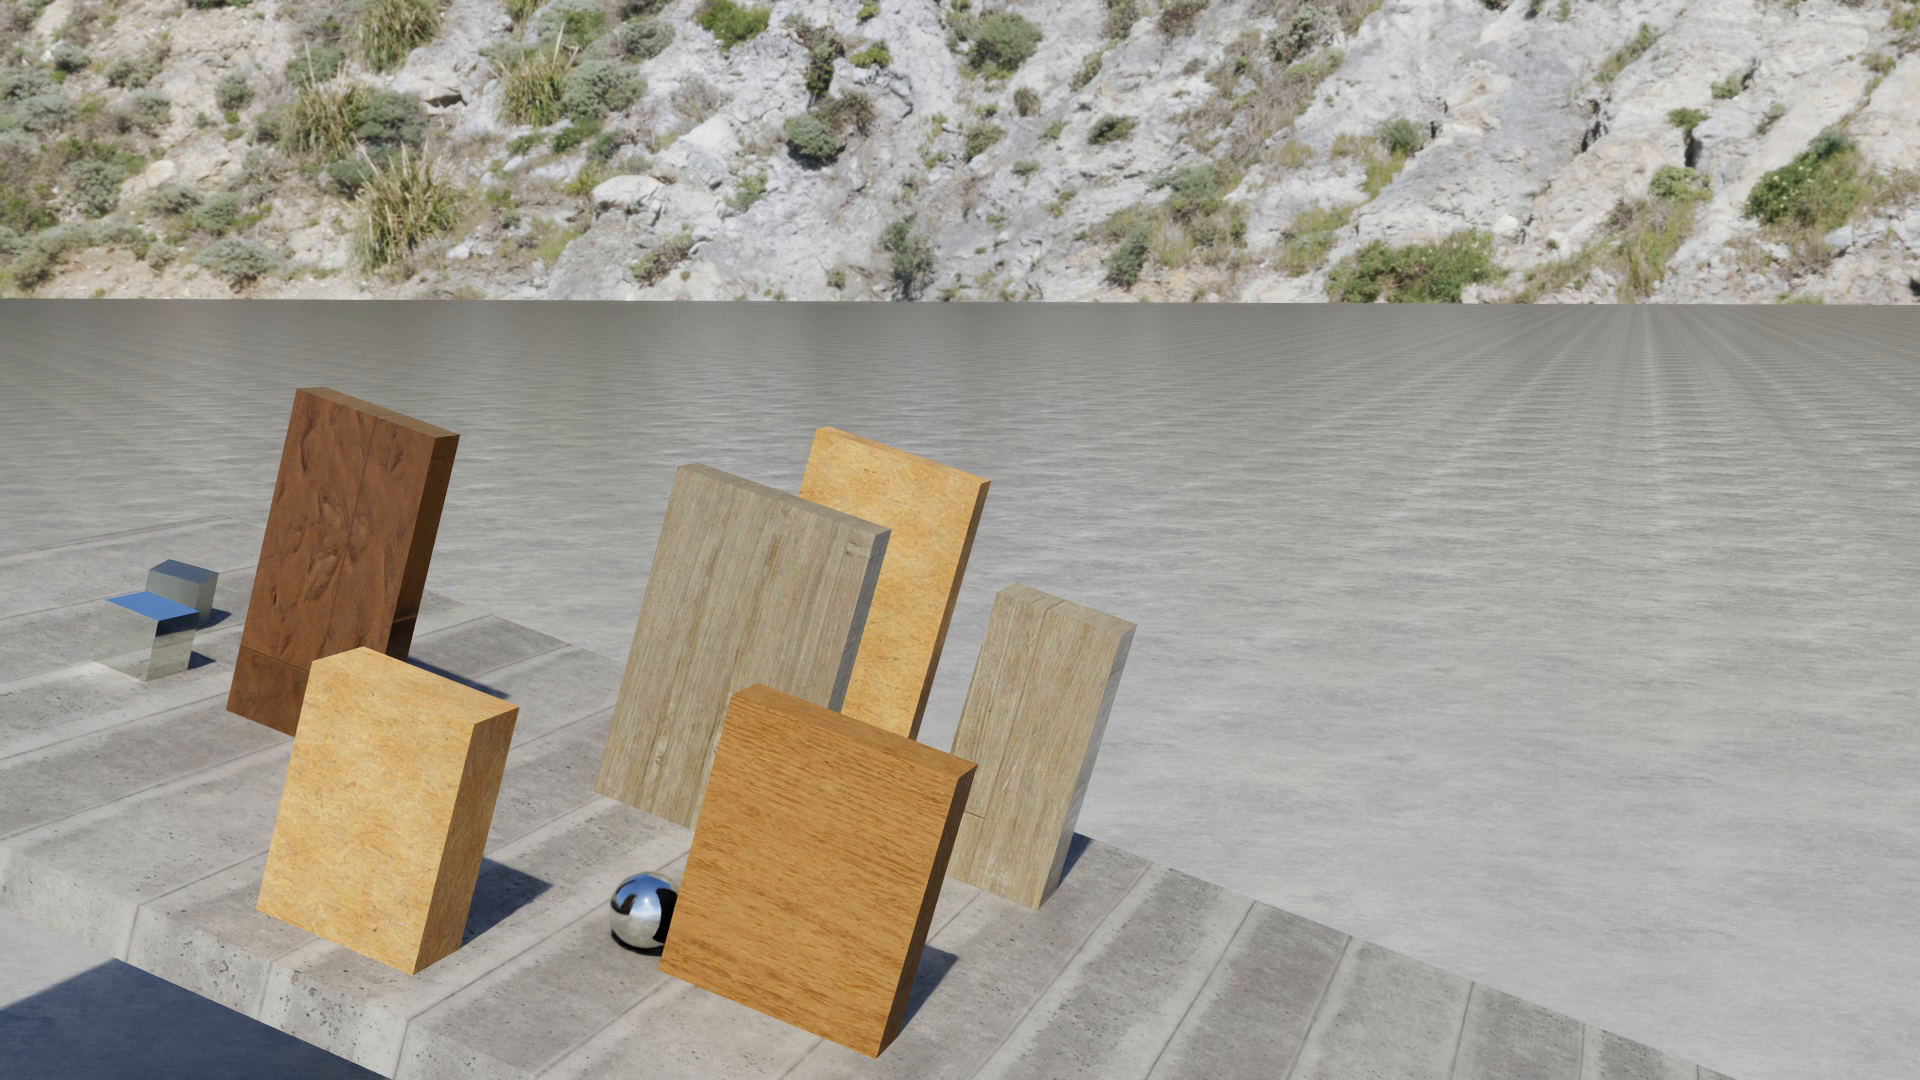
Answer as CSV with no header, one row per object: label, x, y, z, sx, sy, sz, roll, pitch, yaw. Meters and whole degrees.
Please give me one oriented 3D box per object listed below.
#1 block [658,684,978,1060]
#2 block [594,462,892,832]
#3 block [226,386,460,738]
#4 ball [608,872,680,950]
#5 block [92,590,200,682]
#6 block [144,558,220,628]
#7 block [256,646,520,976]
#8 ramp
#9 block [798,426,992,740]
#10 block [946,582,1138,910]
block,-0.242,0.552,3.697,0.409,0.505,0.111,19,12,14
block,-0.440,0.246,4.404,0.431,0.698,0.098,19,12,14
block,-1.207,0.067,4.290,0.311,0.665,0.091,19,12,14
ball,-0.540,0.641,3.804,0.134,0.134,0.134,0,7,0
block,-1.643,0.194,4.441,0.130,0.130,0.130,19,12,15
block,-1.693,0.121,4.769,0.112,0.112,0.112,16,11,-2
block,-0.921,0.431,3.537,0.295,0.429,0.145,19,12,14
ramp,-0.373,0.723,4.237,4.000,0.100,2.000,19,12,14
block,-0.227,0.150,5.069,0.407,0.731,0.083,19,12,14
block,0.139,0.426,4.568,0.270,0.606,0.149,19,12,14
